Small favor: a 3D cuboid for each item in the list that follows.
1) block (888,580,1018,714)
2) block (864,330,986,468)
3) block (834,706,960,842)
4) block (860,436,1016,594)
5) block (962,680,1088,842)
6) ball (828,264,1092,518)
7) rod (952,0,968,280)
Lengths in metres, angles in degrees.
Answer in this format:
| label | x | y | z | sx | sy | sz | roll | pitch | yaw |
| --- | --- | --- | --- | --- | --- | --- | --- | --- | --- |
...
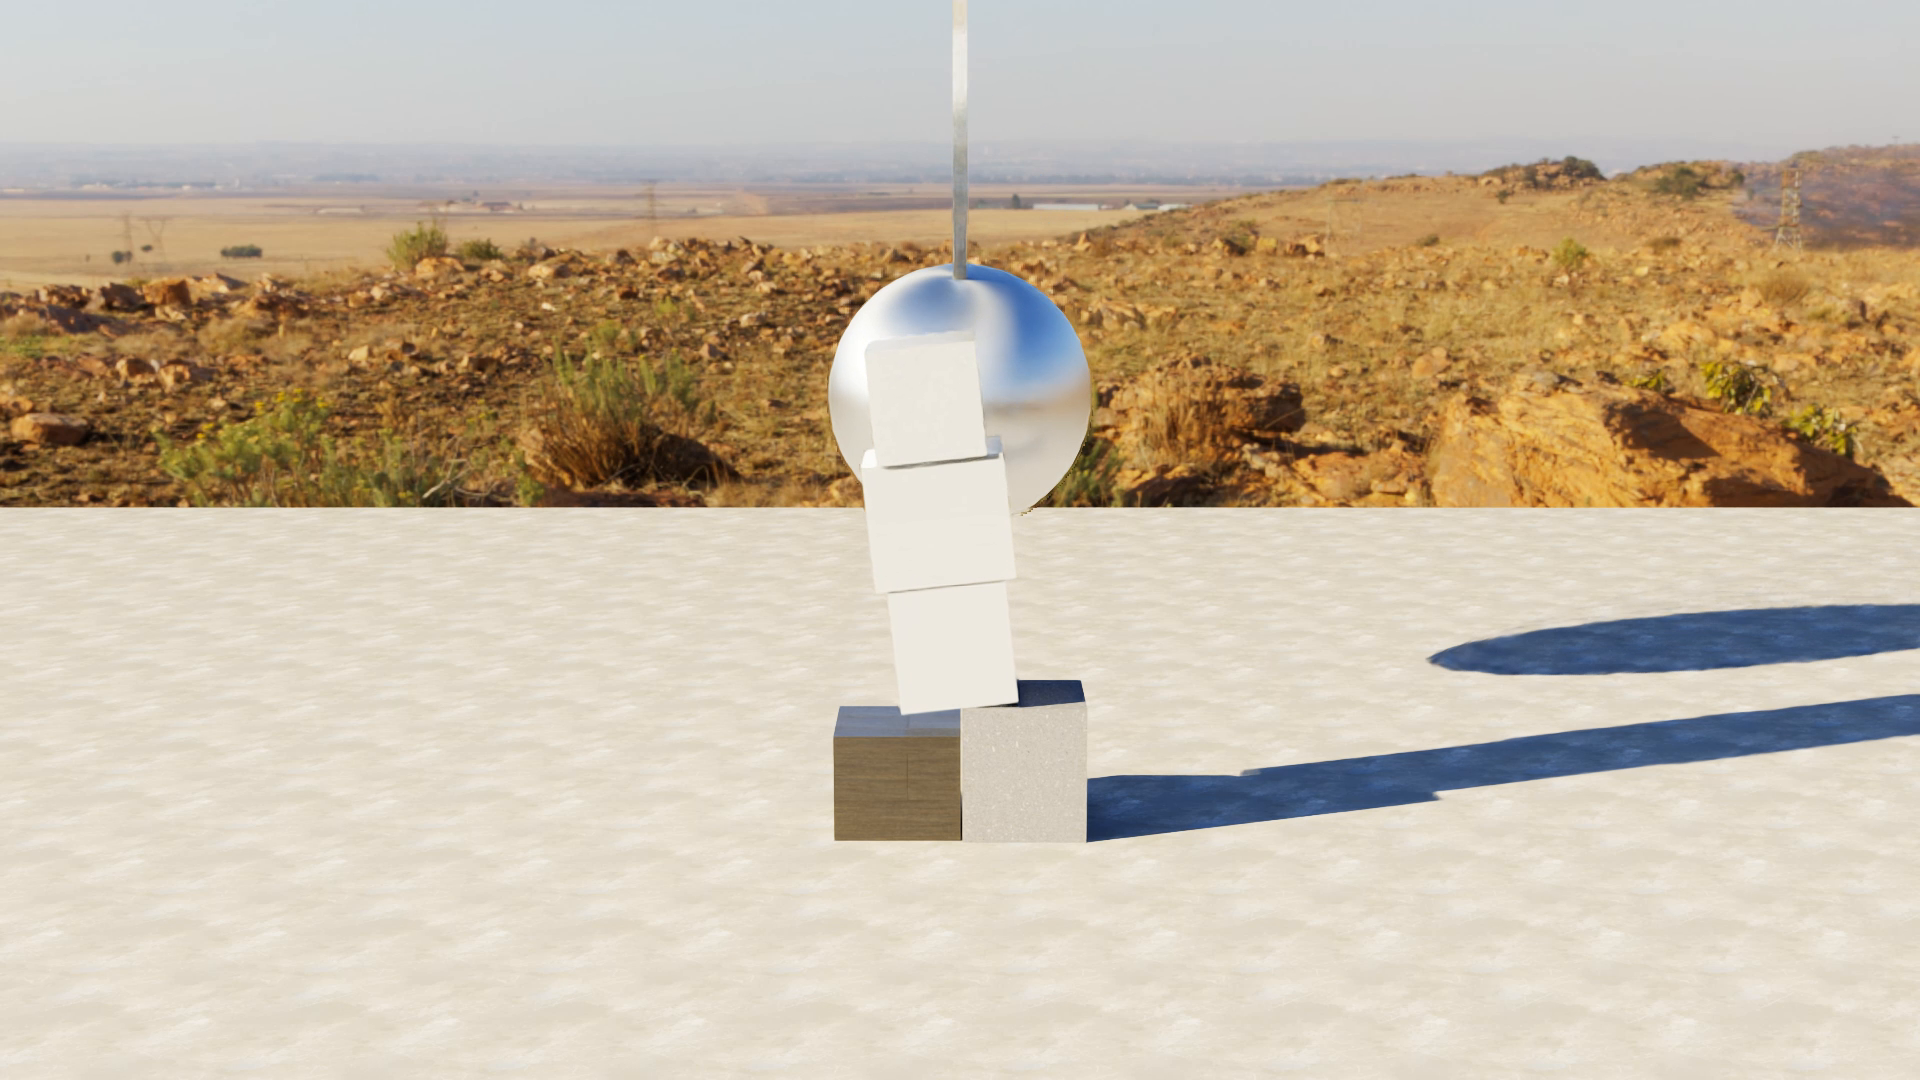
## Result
| label | x | y | z | sx | sy | sz | roll | pitch | yaw |
| --- | --- | --- | --- | --- | --- | --- | --- | --- | --- |
| block | -0.035 | 0.482 | 11.265 | 0.590 | 0.635 | 0.583 | -6 | 10 | 1 |
| block | -0.169 | -0.719 | 11.037 | 0.542 | 0.564 | 0.643 | -6 | 10 | 1 |
| block | -0.318 | 1.204 | 11.415 | 0.642 | 0.546 | 0.613 | 0 | 10 | 0 |
| block | -0.104 | -0.137 | 11.153 | 0.703 | 0.631 | 0.612 | -6 | 10 | 1 |
| block | 0.326 | 1.136 | 11.374 | 0.625 | 0.696 | 0.615 | 0 | 10 | 0 |
| ball | 0.000 | -0.875 | 13.354 | 1.600 | 1.600 | 1.600 | 0 | 10 | 0 |
| rod | 0.000 | -3.733 | 11.512 | 0.080 | 5.200 | 0.080 | 0 | 33 | 0 |
